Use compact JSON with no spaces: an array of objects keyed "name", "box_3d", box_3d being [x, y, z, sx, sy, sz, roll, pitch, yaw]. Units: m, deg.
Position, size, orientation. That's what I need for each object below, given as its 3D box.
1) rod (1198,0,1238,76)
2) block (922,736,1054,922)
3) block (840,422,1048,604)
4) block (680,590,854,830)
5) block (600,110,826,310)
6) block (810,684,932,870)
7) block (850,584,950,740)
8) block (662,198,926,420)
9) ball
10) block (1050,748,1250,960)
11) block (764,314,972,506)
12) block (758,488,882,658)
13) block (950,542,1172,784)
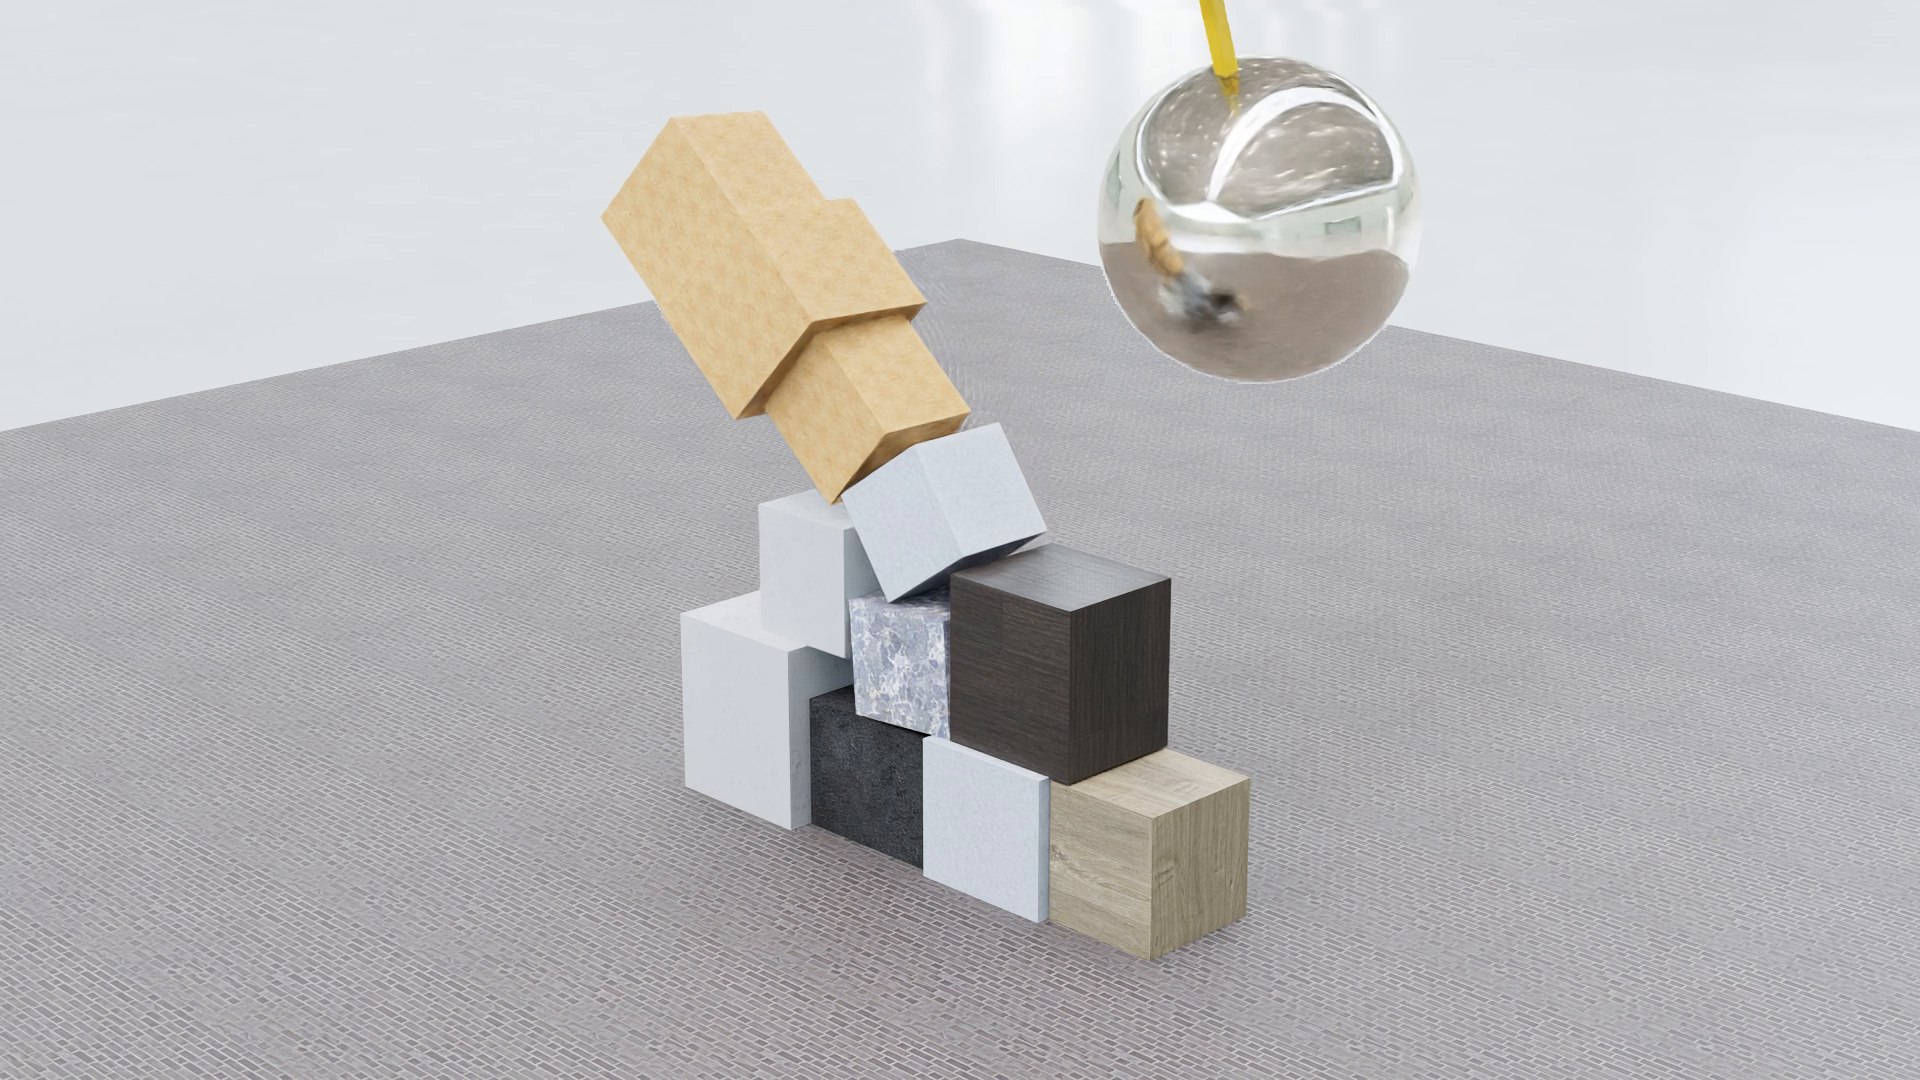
[{"name":"rod","box_3d":[0.636,-4.368,12.635,0.080,5.200,0.080,17,44,42]},{"name":"block","box_3d":[0.365,1.212,13.364,0.784,0.675,0.722,-17,24,-42]},{"name":"block","box_3d":[-0.074,-0.126,13.418,0.549,0.550,0.582,-17,-11,-43]},{"name":"block","box_3d":[-0.771,0.776,14.372,0.875,0.901,0.779,-17,24,-42]},{"name":"block","box_3d":[-1.171,-1.568,13.967,0.617,0.701,0.599,-14,63,-49]},{"name":"block","box_3d":[-0.187,1.067,13.886,0.674,0.639,0.805,-17,24,-42]},{"name":"block","box_3d":[-0.067,0.524,13.552,0.599,0.554,0.617,-17,20,-42]},{"name":"block","box_3d":[-0.780,-1.095,13.807,0.783,0.721,0.658,-15,64,-48]},{"name":"ball","box_3d":[1.467,-1.574,14.385,1.600,1.600,1.600,0,17,0]},{"name":"block","box_3d":[0.833,1.361,12.911,0.645,0.662,0.594,-17,24,-42]},{"name":"block","box_3d":[-0.433,-0.608,13.624,0.563,0.551,0.590,-17,65,-44]},{"name":"block","box_3d":[-0.519,0.123,13.910,0.584,0.623,0.630,17,24,42]},{"name":"block","box_3d":[0.444,0.536,13.066,0.655,0.792,0.726,-17,24,-42]}]
